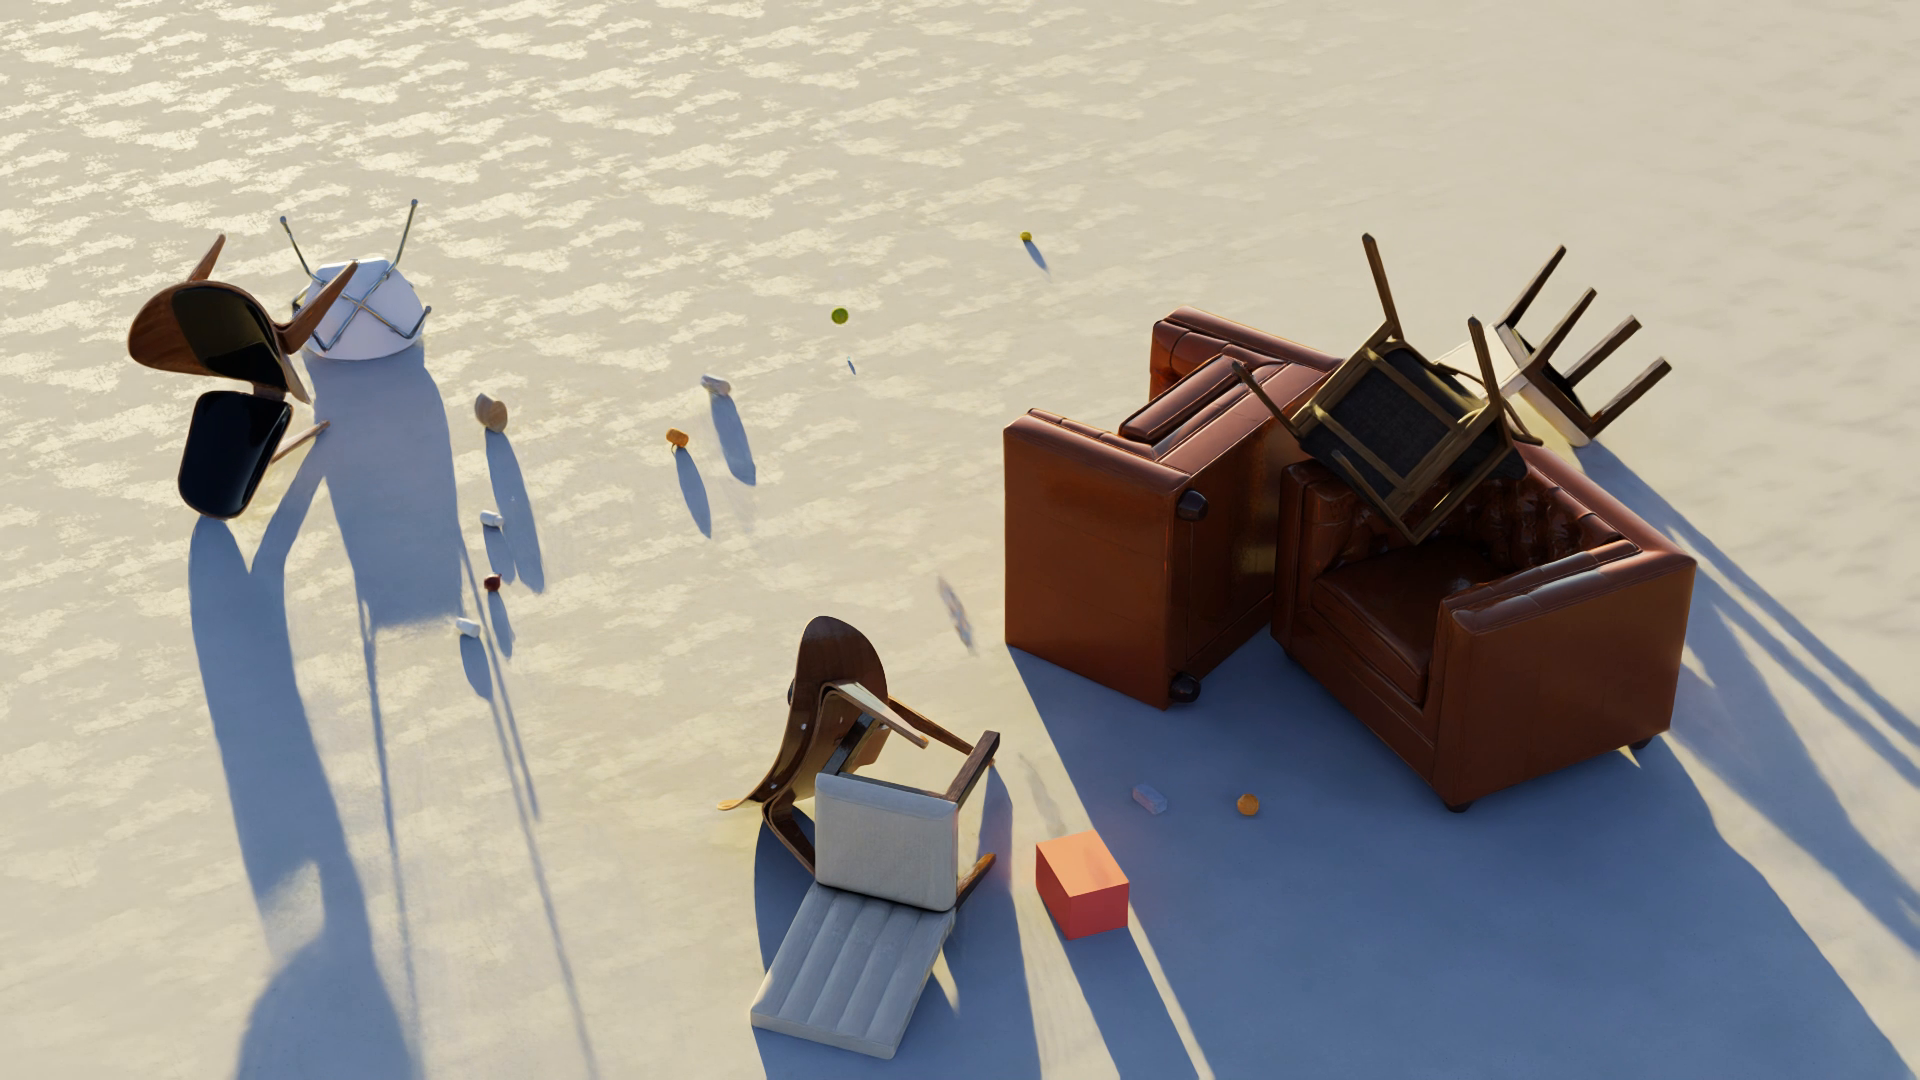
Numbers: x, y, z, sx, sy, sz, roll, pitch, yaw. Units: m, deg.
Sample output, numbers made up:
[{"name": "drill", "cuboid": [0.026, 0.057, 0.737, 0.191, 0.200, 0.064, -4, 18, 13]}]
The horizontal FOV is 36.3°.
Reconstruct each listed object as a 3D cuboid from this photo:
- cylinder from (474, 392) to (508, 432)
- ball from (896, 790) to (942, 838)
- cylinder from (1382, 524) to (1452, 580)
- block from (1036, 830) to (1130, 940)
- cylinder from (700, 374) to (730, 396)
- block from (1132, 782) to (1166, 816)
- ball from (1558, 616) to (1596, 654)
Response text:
[{"name": "cylinder", "cuboid": [-1.850, -0.504, 11.577, 0.092, 0.147, 0.094, -32, 44, -30]}, {"name": "ball", "cuboid": [-0.132, 0.883, 9.466, 0.152, 0.152, 0.152, 0, 33, 0]}, {"name": "cylinder", "cuboid": [1.675, 0.041, 10.767, 0.180, 0.122, 0.186, -24, 54, -32]}, {"name": "block", "cuboid": [0.380, 1.075, 9.153, 0.199, 0.176, 0.276, -12, 35, -17]}, {"name": "cylinder", "cuboid": [-0.986, -0.625, 11.816, 0.088, 0.101, 0.059, 20, 79, 28]}, {"name": "block", "cuboid": [0.623, 0.848, 9.618, 0.049, 0.044, 0.113, -22, 39, -29]}, {"name": "ball", "cuboid": [2.175, 0.333, 10.321, 0.130, 0.130, 0.130, 0, 33, 0]}]
